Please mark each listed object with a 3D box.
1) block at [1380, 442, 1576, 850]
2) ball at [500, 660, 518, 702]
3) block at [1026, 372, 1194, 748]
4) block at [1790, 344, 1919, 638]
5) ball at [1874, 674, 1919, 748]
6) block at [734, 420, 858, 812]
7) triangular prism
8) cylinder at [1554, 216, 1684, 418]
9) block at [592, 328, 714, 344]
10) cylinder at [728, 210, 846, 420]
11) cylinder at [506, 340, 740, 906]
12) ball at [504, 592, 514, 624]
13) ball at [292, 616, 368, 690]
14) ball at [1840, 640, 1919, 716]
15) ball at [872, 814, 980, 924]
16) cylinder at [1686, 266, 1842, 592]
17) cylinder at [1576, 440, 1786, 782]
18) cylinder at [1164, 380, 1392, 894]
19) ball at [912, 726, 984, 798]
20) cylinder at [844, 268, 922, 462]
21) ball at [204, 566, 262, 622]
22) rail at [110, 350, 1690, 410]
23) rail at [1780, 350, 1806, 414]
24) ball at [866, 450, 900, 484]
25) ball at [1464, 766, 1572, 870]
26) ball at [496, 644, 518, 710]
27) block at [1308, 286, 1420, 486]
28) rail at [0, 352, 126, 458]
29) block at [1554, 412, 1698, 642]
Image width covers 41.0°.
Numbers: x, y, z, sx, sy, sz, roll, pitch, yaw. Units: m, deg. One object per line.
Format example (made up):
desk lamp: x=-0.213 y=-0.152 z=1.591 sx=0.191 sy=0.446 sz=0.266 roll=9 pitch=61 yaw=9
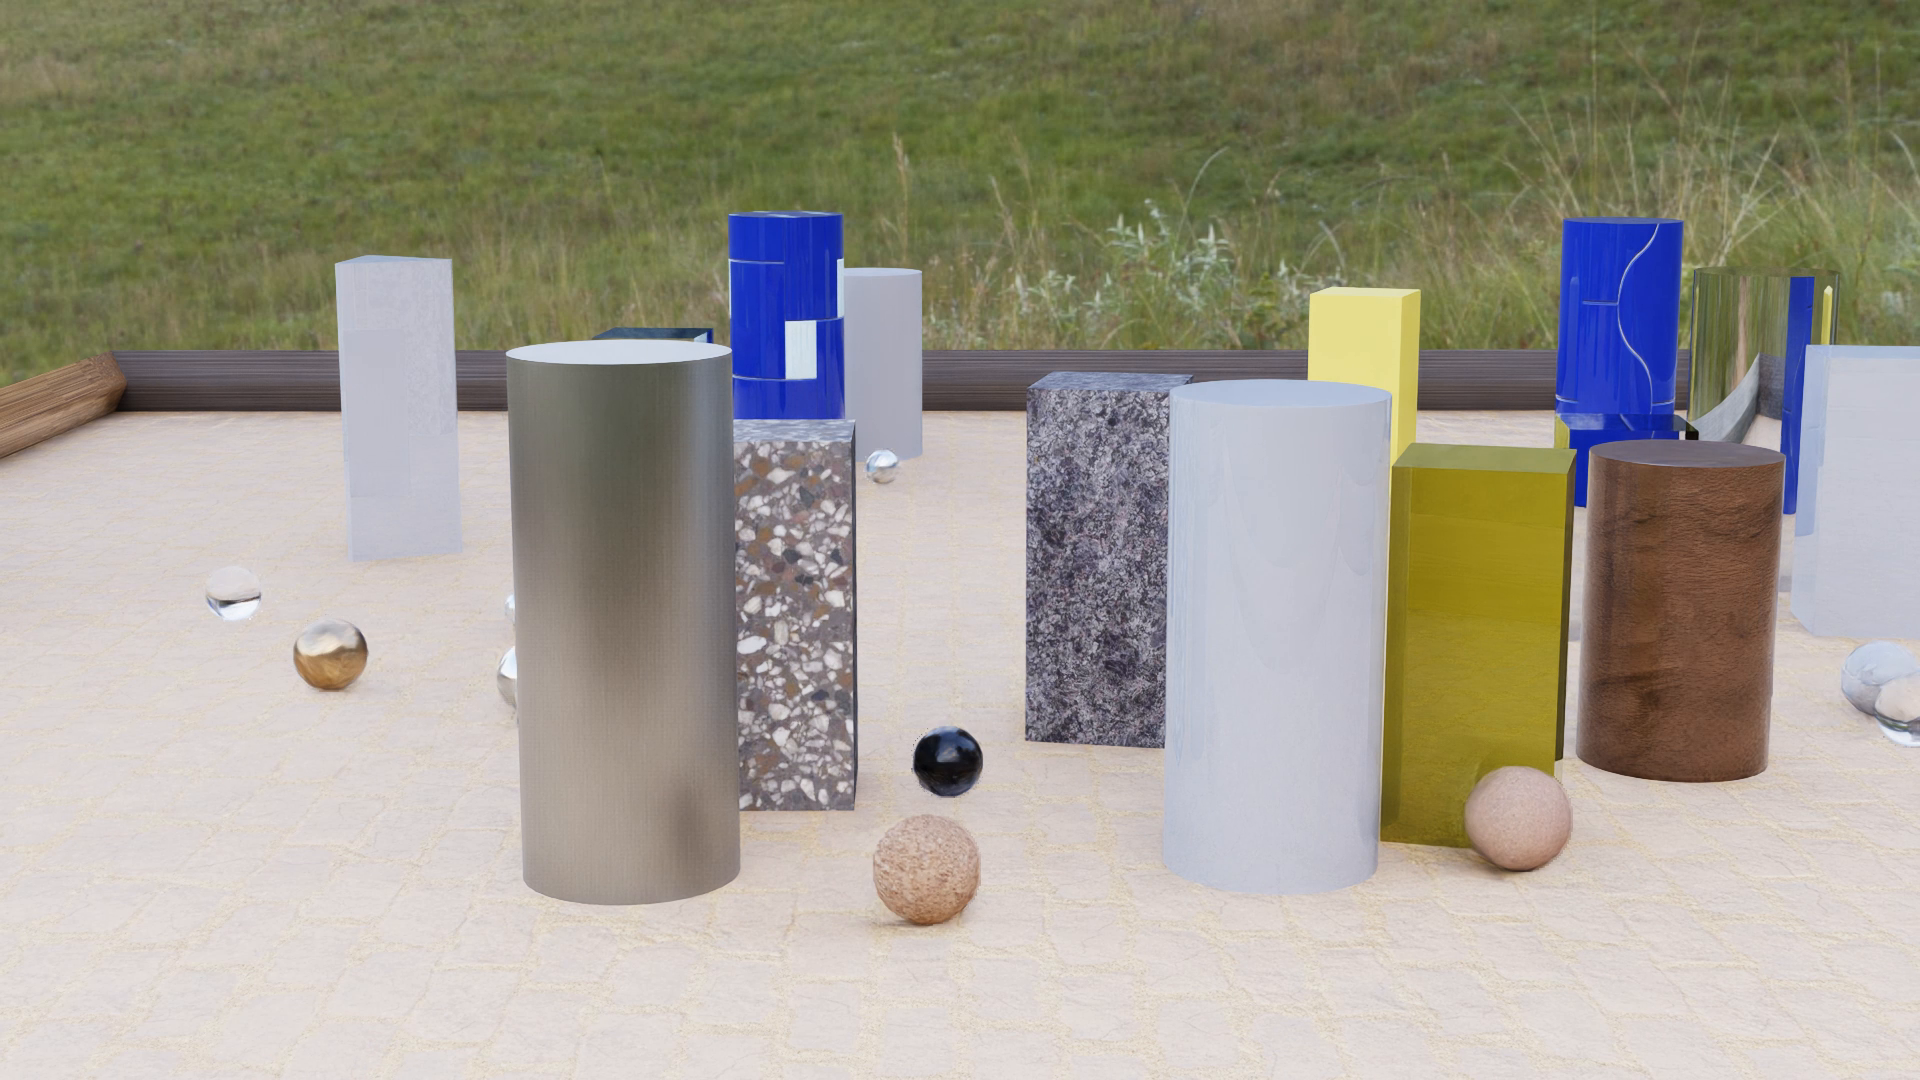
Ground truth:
block: x=0.498 y=0.099 z=2.459 sx=0.159 sy=0.361 sz=0.159 roll=3 pitch=11 yaw=16
ball: x=-0.508 y=0.163 z=2.970 sx=0.050 sy=0.050 sz=0.050 roll=0 pitch=10 yaw=0
block: x=0.165 y=0.018 z=2.826 sx=0.159 sy=0.387 sz=0.159 roll=2 pitch=11 yaw=12
block: x=1.192 y=-0.066 z=3.352 sx=0.159 sy=0.361 sz=0.159 roll=1 pitch=11 yaw=7
ball: x=1.031 y=0.184 z=2.774 sx=0.079 sy=0.079 sz=0.079 roll=0 pitch=10 yaw=0
block: x=-0.185 y=0.072 z=2.583 sx=0.159 sy=0.369 sz=0.159 roll=0 pitch=10 yaw=-1
triangular prism: x=-0.865 y=-0.204 z=3.876 sx=0.172 sy=0.442 sz=0.149 roll=-5 pitch=12 yaw=-27
cylinder: x=1.117 y=-0.308 z=4.365 sx=0.198 sy=0.469 sz=0.198 roll=0 pitch=10 yaw=0
block: x=-0.478 y=-0.168 z=4.029 sx=0.159 sy=0.315 sz=0.159 roll=1 pitch=11 yaw=5
cylinder: x=-0.300 y=-0.328 z=4.458 sx=0.198 sy=0.474 sz=0.198 roll=0 pitch=10 yaw=0
cylinder: x=-0.300 y=0.068 z=2.306 sx=0.198 sy=0.477 sz=0.198 roll=0 pitch=10 yaw=0
ball: x=-0.573 y=0.089 z=3.367 sx=0.050 sy=0.050 sz=0.050 roll=0 pitch=10 yaw=0
ball: x=-0.742 y=0.134 z=3.023 sx=0.087 sy=0.087 sz=0.087 roll=0 pitch=10 yaw=0
ball: x=1.041 y=0.157 z=2.903 sx=0.086 sy=0.086 sz=0.086 roll=0 pitch=10 yaw=0
ball: x=-0.029 y=0.283 z=2.204 sx=0.093 sy=0.093 sz=0.093 roll=0 pitch=10 yaw=0
cylinder: x=1.136 y=-0.162 z=3.650 sx=0.198 sy=0.440 sz=0.198 roll=0 pitch=10 yaw=0
cylinder: x=0.758 y=0.070 z=2.705 sx=0.198 sy=0.328 sz=0.198 roll=0 pitch=10 yaw=0
cylinder: x=0.287 y=0.083 z=2.339 sx=0.198 sy=0.437 sz=0.198 roll=0 pitch=10 yaw=0
ball: x=-0.012 y=0.223 z=2.585 sx=0.072 sy=0.072 sz=0.072 roll=0 pitch=10 yaw=0
cylinder: x=-0.170 y=-0.333 z=4.839 sx=0.198 sy=0.345 sz=0.198 roll=0 pitch=10 yaw=0
ball: x=-0.963 y=0.071 z=3.402 sx=0.073 sy=0.073 sz=0.073 roll=0 pitch=10 yaw=0
rail: x=-0.012 y=-0.336 z=5.445 sx=3.585 sy=0.129 sz=0.045 roll=0 pitch=10 yaw=0
rail: x=1.769 y=0.031 z=3.459 sx=0.045 sy=0.129 sz=4.109 roll=0 pitch=10 yaw=0
ball: x=-0.135 y=-0.129 z=4.514 sx=0.061 sy=0.061 sz=0.061 roll=0 pitch=10 yaw=0
ball: x=0.510 y=0.254 z=2.349 sx=0.096 sy=0.096 sz=0.096 roll=0 pitch=10 yaw=0
ball: x=-0.482 y=0.155 z=2.903 sx=0.084 sy=0.084 sz=0.084 roll=0 pitch=10 yaw=0
block: x=0.702 y=-0.262 z=4.468 sx=0.159 sy=0.340 sz=0.159 roll=4 pitch=11 yaw=21
rail: x=-1.769 y=0.035 z=3.439 sx=0.045 sy=0.129 sz=4.109 roll=0 pitch=10 yaw=0
block: x=0.856 y=-0.017 z=3.328 sx=0.159 sy=0.274 sz=0.159 roll=1 pitch=11 yaw=6
